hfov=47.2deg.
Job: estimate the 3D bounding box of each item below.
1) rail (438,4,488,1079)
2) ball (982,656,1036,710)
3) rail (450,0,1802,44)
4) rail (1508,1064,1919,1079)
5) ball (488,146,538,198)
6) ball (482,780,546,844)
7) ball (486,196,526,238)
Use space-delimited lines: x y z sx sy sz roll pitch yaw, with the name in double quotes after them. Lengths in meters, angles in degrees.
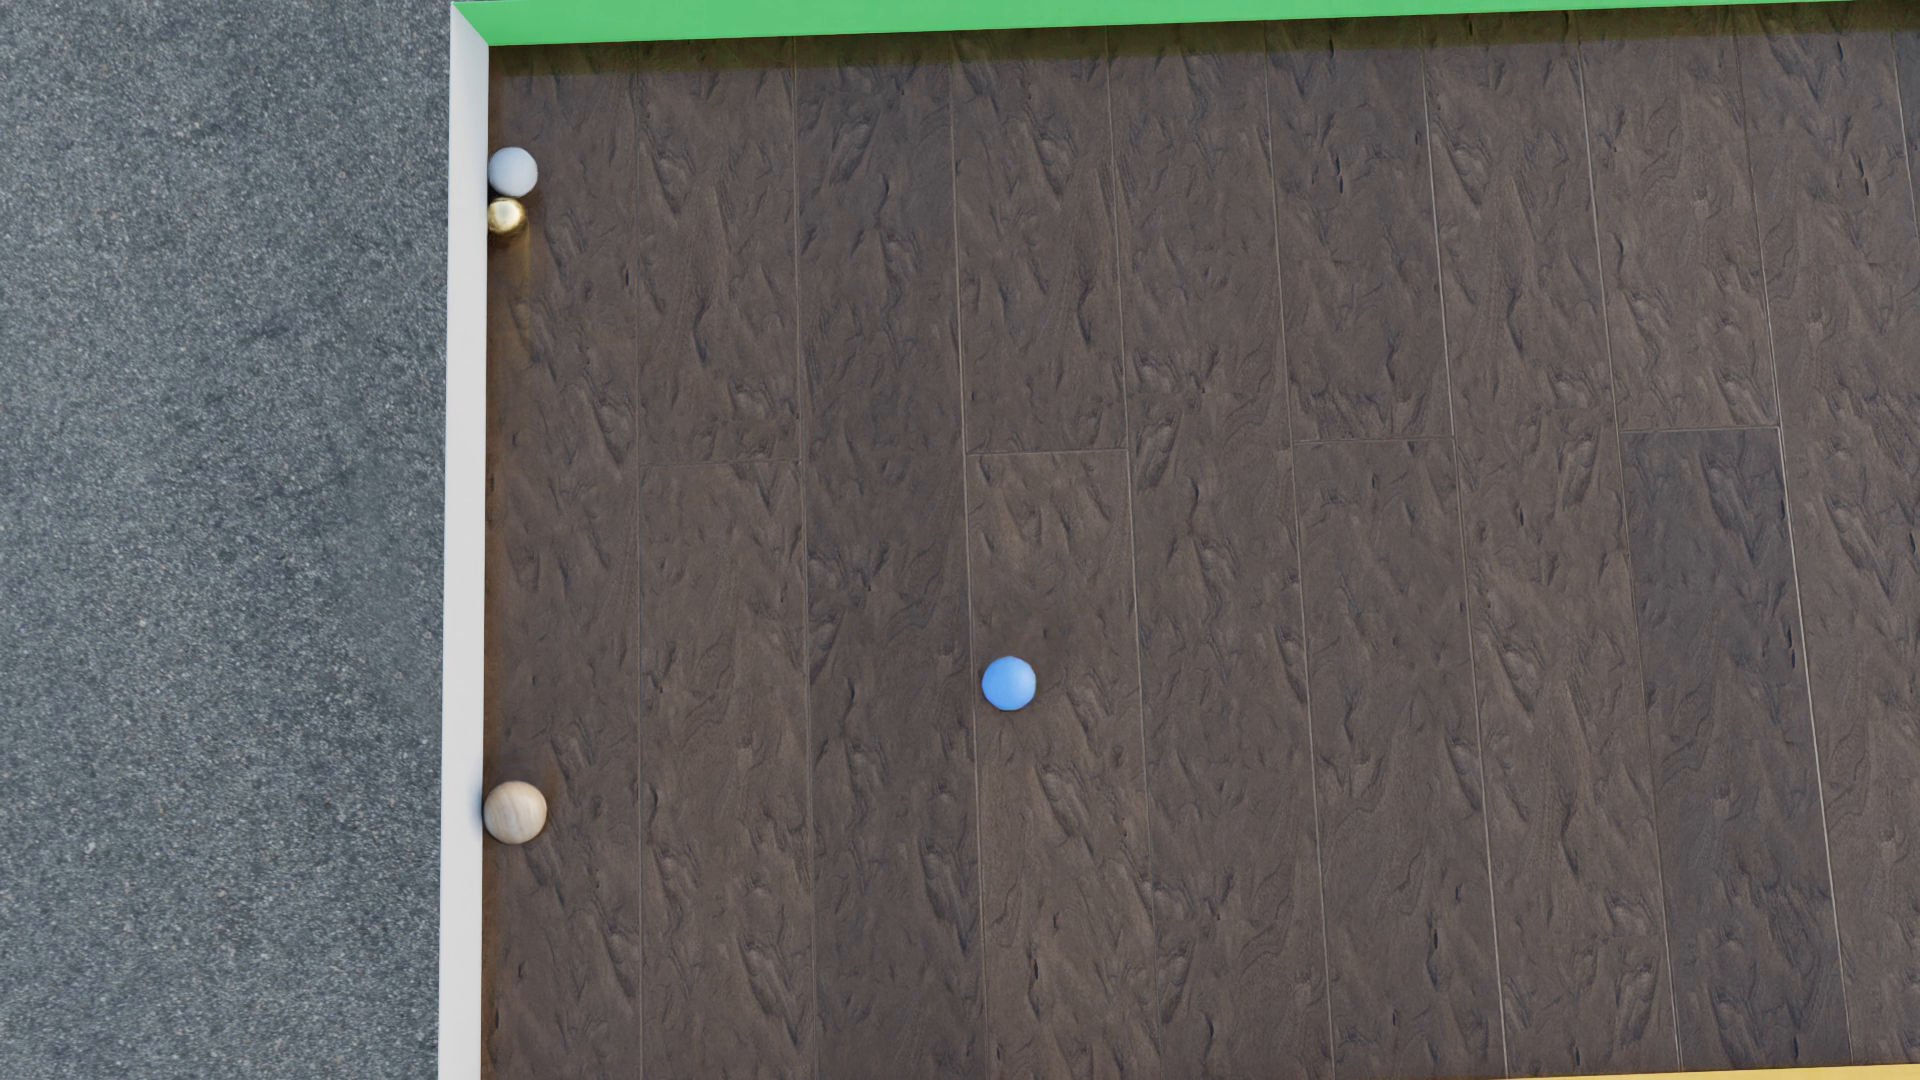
-0.730 0.022 3.271 0.045 0.120 1.716 -2 78 0 "rail"
0.073 0.212 3.253 0.080 0.080 0.080 0 78 0 "ball"
0.724 -0.847 3.451 3.018 0.120 0.045 -2 78 0 "rail"
0.784 0.786 3.113 3.018 0.120 0.045 -2 78 0 "rail"
-0.695 -0.571 3.416 0.078 0.078 0.078 0 78 0 "ball"
-0.650 0.397 3.209 0.092 0.092 0.092 0 78 0 "ball"
-0.705 -0.500 3.408 0.065 0.065 0.065 0 78 0 "ball"
